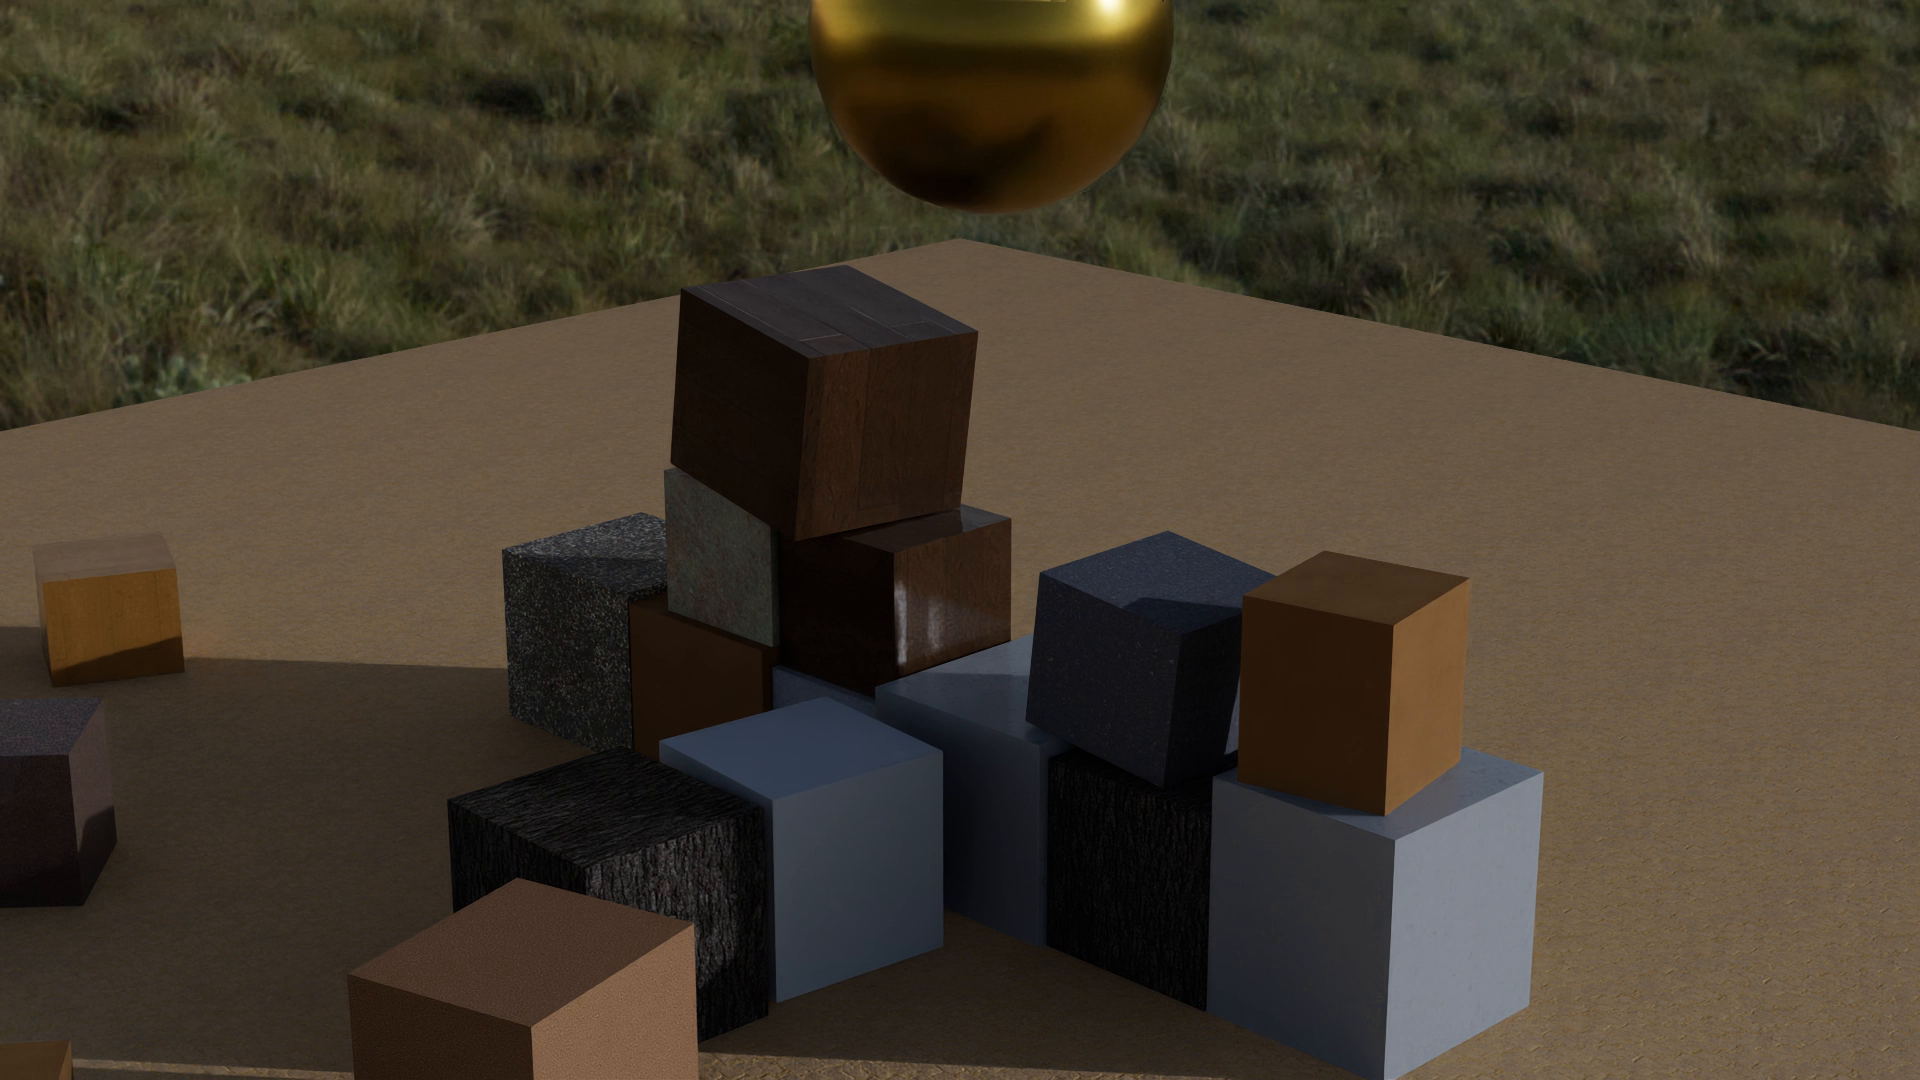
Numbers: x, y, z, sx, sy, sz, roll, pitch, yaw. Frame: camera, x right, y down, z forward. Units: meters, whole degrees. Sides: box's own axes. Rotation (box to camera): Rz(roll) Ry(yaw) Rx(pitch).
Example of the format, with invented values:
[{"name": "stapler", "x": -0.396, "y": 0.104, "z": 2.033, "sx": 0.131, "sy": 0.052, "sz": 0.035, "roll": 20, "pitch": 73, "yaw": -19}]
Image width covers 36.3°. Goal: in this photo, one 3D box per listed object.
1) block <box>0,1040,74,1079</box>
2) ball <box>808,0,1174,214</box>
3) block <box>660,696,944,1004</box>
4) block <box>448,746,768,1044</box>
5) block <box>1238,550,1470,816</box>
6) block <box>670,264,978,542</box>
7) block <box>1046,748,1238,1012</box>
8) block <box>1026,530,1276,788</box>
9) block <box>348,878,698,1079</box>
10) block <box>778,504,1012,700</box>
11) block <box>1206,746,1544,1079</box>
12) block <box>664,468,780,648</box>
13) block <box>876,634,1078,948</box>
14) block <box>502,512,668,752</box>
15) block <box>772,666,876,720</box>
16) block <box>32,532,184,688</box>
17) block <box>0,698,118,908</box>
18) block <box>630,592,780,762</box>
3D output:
[{"name": "block", "x": -3.470, "y": 2.206, "z": 10.279, "sx": 0.650, "sy": 0.628, "sz": 0.646, "roll": -3, "pitch": 18, "yaw": -8}, {"name": "ball", "x": 0.135, "y": -2.223, "z": 12.784, "sx": 1.600, "sy": 1.600, "sz": 1.600, "roll": 0, "pitch": 17, "yaw": 0}, {"name": "block", "x": -0.681, "y": 1.313, "z": 12.649, "sx": 0.881, "sy": 0.911, "sz": 0.849, "roll": -13, "pitch": 22, "yaw": -36}, {"name": "block", "x": -1.438, "y": 1.508, "z": 12.008, "sx": 0.882, "sy": 0.922, "sz": 0.952, "roll": -16, "pitch": 23, "yaw": -40}, {"name": "block", "x": 1.579, "y": 0.561, "z": 11.760, "sx": 0.653, "sy": 0.788, "sz": 0.699, "roll": 11, "pitch": 21, "yaw": 32}, {"name": "block", "x": -0.647, "y": -0.662, "z": 13.697, "sx": 0.952, "sy": 0.876, "sz": 1.034, "roll": -12, "pitch": 29, "yaw": -37}, {"name": "block", "x": 1.056, "y": 1.332, "z": 12.652, "sx": 1.024, "sy": 0.873, "sz": 0.895, "roll": -17, "pitch": 24, "yaw": -42}, {"name": "block", "x": 0.880, "y": 0.494, "z": 12.555, "sx": 0.791, "sy": 0.698, "sz": 0.829, "roll": 24, "pitch": 29, "yaw": 39}, {"name": "block", "x": -1.580, "y": 1.910, "z": 10.756, "sx": 0.823, "sy": 0.906, "sz": 0.965, "roll": 10, "pitch": 20, "yaw": 29}, {"name": "block", "x": -0.305, "y": 0.245, "z": 13.753, "sx": 0.781, "sy": 0.730, "sz": 0.760, "roll": 17, "pitch": 24, "yaw": 42}, {"name": "block", "x": 1.692, "y": 1.445, "z": 12.004, "sx": 0.992, "sy": 1.045, "sz": 0.912, "roll": -17, "pitch": 24, "yaw": -42}, {"name": "block", "x": -0.858, "y": -0.004, "z": 14.261, "sx": 0.768, "sy": 0.712, "sz": 0.841, "roll": 17, "pitch": 24, "yaw": 42}, {"name": "block", "x": 0.360, "y": 1.099, "z": 13.282, "sx": 1.076, "sy": 0.939, "sz": 1.016, "roll": -17, "pitch": 24, "yaw": -42}, {"name": "block", "x": -1.675, "y": 0.496, "z": 15.229, "sx": 0.925, "sy": 0.921, "sz": 1.023, "roll": -17, "pitch": 24, "yaw": -42}, {"name": "block", "x": -0.293, "y": 0.973, "z": 13.950, "sx": 0.834, "sy": 0.778, "sz": 0.844, "roll": -17, "pitch": 24, "yaw": -42}, {"name": "block", "x": -4.694, "y": 0.375, "z": 16.154, "sx": 0.697, "sy": 0.598, "sz": 0.716, "roll": -7, "pitch": 19, "yaw": -20}, {"name": "block", "x": -4.358, "y": 1.192, "z": 13.341, "sx": 0.818, "sy": 0.726, "sz": 0.722, "roll": -1, "pitch": 17, "yaw": -3}, {"name": "block", "x": -0.936, "y": 0.729, "z": 14.571, "sx": 0.977, "sy": 0.872, "sz": 0.987, "roll": -17, "pitch": 24, "yaw": -42}]
